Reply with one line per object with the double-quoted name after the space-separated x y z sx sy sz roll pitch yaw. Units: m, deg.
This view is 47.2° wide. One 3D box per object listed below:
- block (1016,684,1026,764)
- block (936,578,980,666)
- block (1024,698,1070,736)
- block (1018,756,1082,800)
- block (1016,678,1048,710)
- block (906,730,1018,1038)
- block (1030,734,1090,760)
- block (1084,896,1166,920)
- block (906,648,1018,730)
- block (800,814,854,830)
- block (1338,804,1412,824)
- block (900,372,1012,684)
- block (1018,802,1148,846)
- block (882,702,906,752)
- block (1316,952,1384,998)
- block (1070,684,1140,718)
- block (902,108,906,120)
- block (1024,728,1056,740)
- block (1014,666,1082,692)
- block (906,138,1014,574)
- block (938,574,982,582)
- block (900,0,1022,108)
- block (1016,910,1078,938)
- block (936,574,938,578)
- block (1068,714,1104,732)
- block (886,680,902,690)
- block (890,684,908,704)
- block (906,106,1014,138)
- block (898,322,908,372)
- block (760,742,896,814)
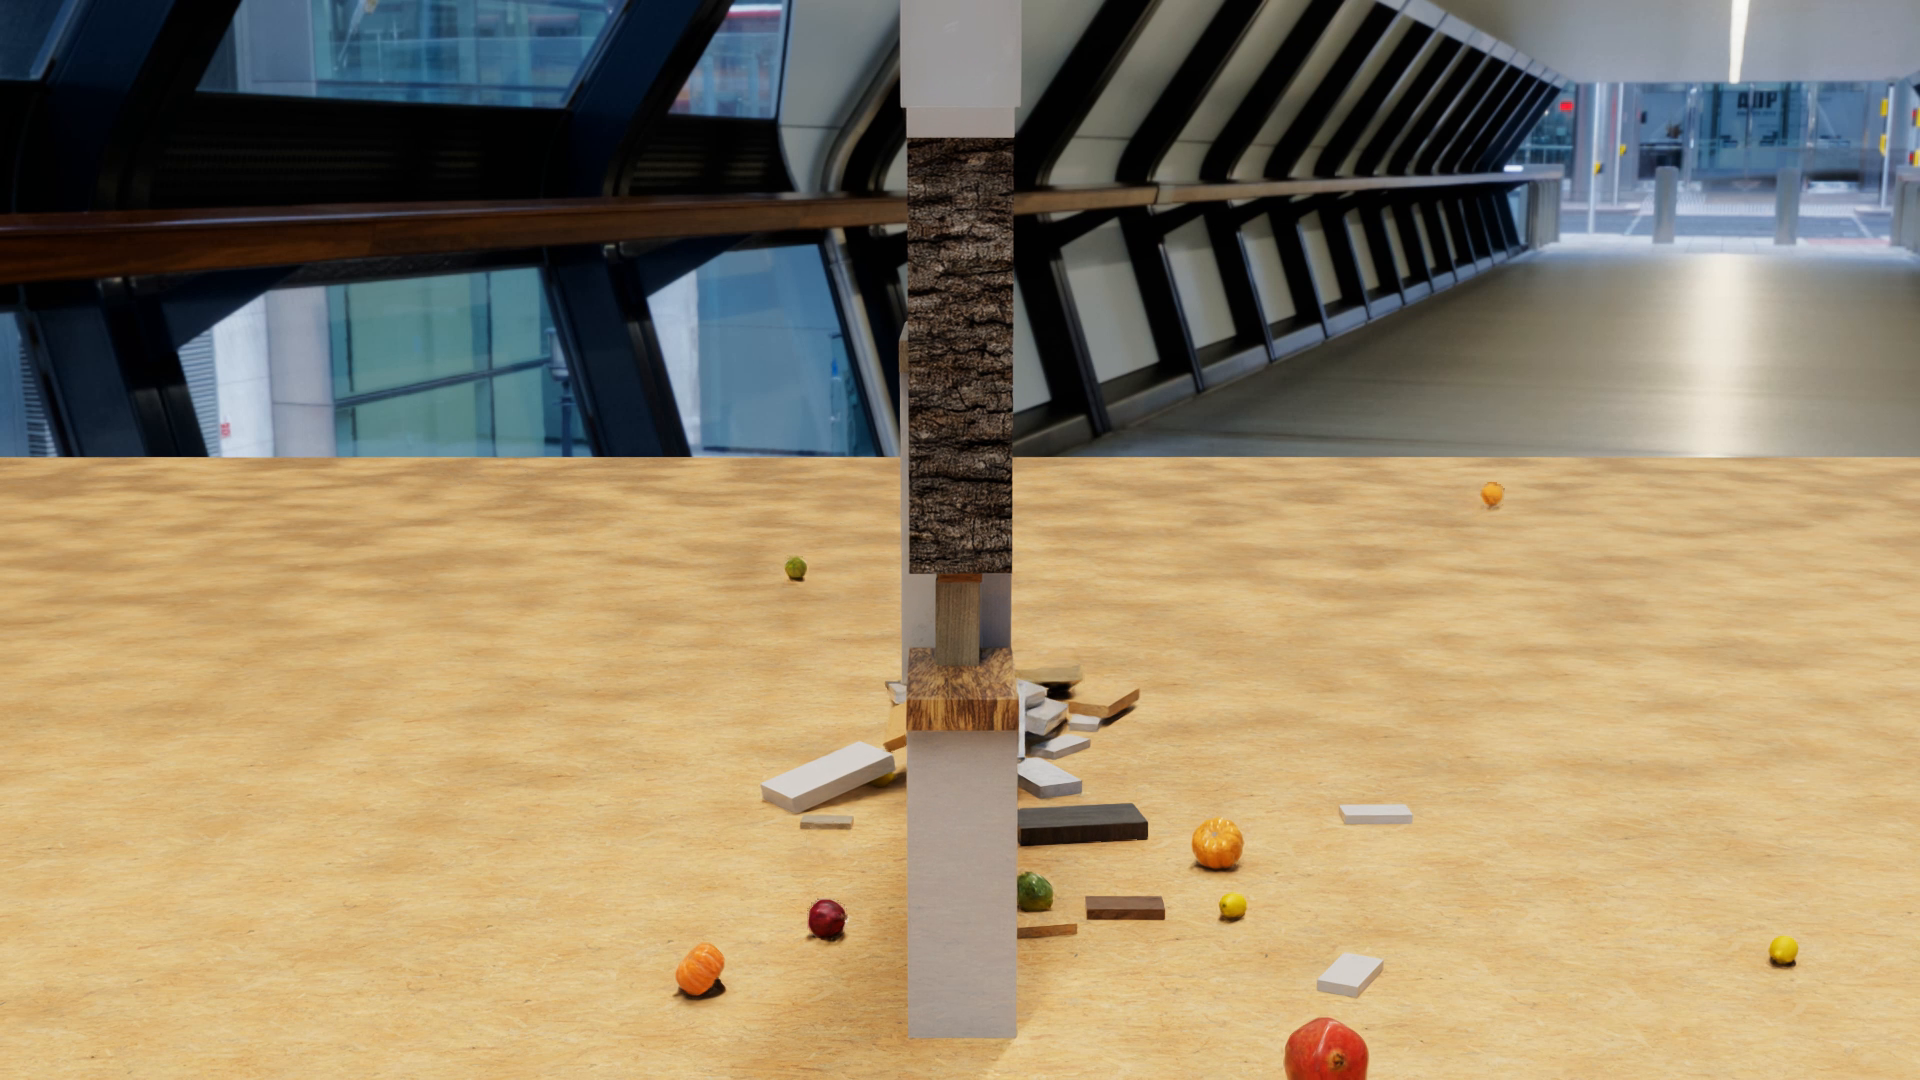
0.079 0.346 4.177 0.084 0.024 0.168 6 50 -7 "block"
-0.003 0.117 3.154 0.063 0.125 0.018 1 11 4 "block"
0.148 0.361 4.614 0.116 0.033 0.307 16 5 10 "block"
0.155 0.463 4.283 0.090 0.026 0.181 -5 12 -25 "block"
0.074 0.318 4.471 0.113 0.032 0.472 18 5 13 "block"
0.003 0.472 3.064 0.152 0.453 0.043 0 10 0 "block"
0.206 0.424 4.513 0.062 0.017 0.123 9 14 39 "block"
0.268 0.598 3.577 0.126 0.018 0.063 0 11 0 "block"
0.002 0.209 3.121 0.152 0.043 0.304 0 11 0 "block"
-0.244 0.517 4.026 0.093 0.013 0.046 1 11 4 "block"
0.768 0.507 4.066 0.124 0.018 0.062 0 11 -1 "block"
-0.005 -0.019 3.289 0.165 0.474 0.047 0 11 0 "block"
0.214 0.515 3.983 0.232 0.033 0.116 -2 11 -9 "block"
-0.102 0.357 4.288 0.079 0.022 0.158 -22 18 12 "block"
0.585 0.651 3.292 0.062 0.018 0.124 6 12 28 "block"
0.317 0.349 4.798 0.090 0.026 0.181 5 12 25 "block"
-0.003 -0.804 3.274 0.167 0.349 0.047 0 11 0 "block"
0.149 0.398 4.658 0.062 0.017 0.123 -4 11 -22 "block"
0.150 0.316 4.931 0.226 0.032 0.113 -3 -14 -14 "block"
0.001 -0.253 3.055 0.145 0.603 0.041 0 11 -1 "block"
-0.002 0.039 3.178 0.063 0.018 0.125 0 12 -2 "block"
0.000 -0.770 3.048 0.167 0.334 0.047 0 11 -2 "block"
0.118 0.612 3.500 0.126 0.018 0.063 -2 11 -12 "block"
-0.004 0.103 3.231 0.063 0.125 0.018 0 11 0 "block"
0.278 0.382 4.743 0.062 0.018 0.171 2 11 11 "block"
-0.119 0.332 5.022 0.093 0.013 0.046 -2 11 -12 "block"
-0.105 0.339 4.868 0.090 0.026 0.192 -1 2 -6 "block"
-0.001 -0.586 3.087 0.145 0.041 0.290 0 11 -1 "block"
-0.005 -0.296 3.349 0.165 0.047 0.329 0 11 0 "block"
-0.251 0.452 4.196 0.232 0.033 0.116 -21 20 -32 "block"
